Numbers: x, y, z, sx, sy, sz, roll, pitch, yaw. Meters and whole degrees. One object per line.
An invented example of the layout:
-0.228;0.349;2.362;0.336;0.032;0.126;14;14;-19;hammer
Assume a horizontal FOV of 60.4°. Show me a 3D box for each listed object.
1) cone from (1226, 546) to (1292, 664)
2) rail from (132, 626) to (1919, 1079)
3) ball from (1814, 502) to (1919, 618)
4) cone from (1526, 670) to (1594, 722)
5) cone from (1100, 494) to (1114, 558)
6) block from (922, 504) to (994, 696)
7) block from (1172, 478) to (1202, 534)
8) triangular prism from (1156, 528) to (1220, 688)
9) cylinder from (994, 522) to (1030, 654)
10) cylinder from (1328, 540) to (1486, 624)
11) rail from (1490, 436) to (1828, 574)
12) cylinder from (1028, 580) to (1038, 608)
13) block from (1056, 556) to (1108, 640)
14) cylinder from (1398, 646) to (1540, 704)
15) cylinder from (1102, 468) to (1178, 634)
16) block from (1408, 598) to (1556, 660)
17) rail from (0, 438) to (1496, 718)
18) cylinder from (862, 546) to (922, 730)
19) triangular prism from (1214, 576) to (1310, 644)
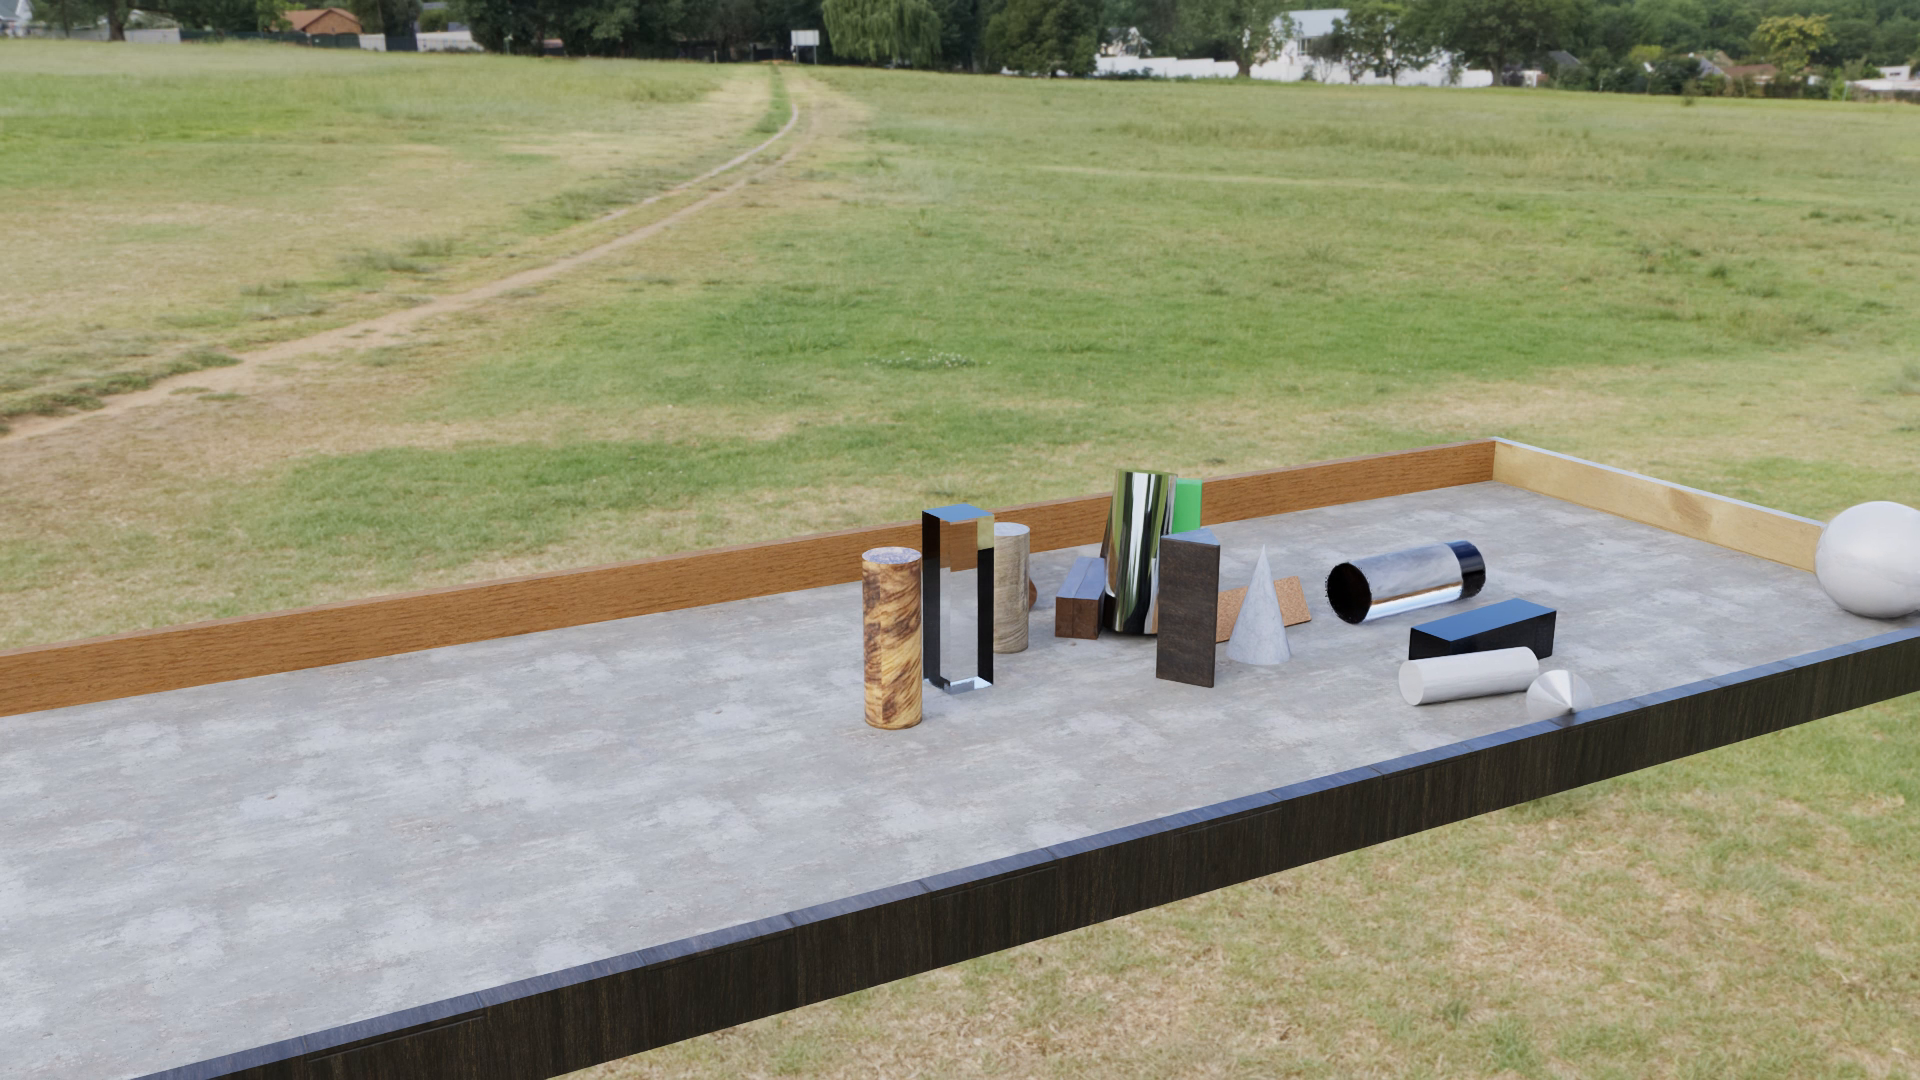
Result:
0.784;0.154;4.297;0.171;0.301;0.171;0;16;0;cone
-2.336;1.006;1.665;12.000;0.150;0.050;-9;18;-27;rail
2.560;0.056;4.586;0.327;0.327;0.327;0;16;0;ball
1.340;0.364;3.651;0.147;0.147;0.370;5;-2;17;cone
0.456;-0.024;4.874;0.113;0.317;0.113;0;16;0;cone
-0.005;0.145;4.075;0.127;0.443;0.127;-10;19;-32;block
0.583;0.015;4.621;0.171;0.363;0.171;3;8;9;block
0.592;0.164;4.140;0.151;0.371;0.131;9;18;27;triangular prism
0.117;0.127;4.350;0.130;0.324;0.130;0;16;0;cylinder
1.263;0.115;4.661;0.443;0.171;0.171;-10;19;-29;cylinder
2.466;-0.048;5.253;0.050;0.150;2.100;-9;18;-27;rail
0.140;0.098;4.839;0.101;0.101;0.404;-2;17;-8;cylinder
0.356;0.159;4.613;0.114;0.114;0.381;4;17;12;block
1.246;0.331;4.036;0.325;0.108;0.108;-5;17;-17;cylinder
0.486;0.028;4.461;0.168;0.427;0.168;4;6;0;cylinder
1.344;0.262;4.241;0.417;0.126;0.126;-11;20;-33;block
-3.305;0.497;3.399;12.000;0.150;0.050;-9;18;-27;rail
-0.157;0.230;3.854;0.137;0.405;0.137;0;16;0;cylinder
0.765;0.185;4.512;0.416;0.114;0.132;-10;19;-31;triangular prism
